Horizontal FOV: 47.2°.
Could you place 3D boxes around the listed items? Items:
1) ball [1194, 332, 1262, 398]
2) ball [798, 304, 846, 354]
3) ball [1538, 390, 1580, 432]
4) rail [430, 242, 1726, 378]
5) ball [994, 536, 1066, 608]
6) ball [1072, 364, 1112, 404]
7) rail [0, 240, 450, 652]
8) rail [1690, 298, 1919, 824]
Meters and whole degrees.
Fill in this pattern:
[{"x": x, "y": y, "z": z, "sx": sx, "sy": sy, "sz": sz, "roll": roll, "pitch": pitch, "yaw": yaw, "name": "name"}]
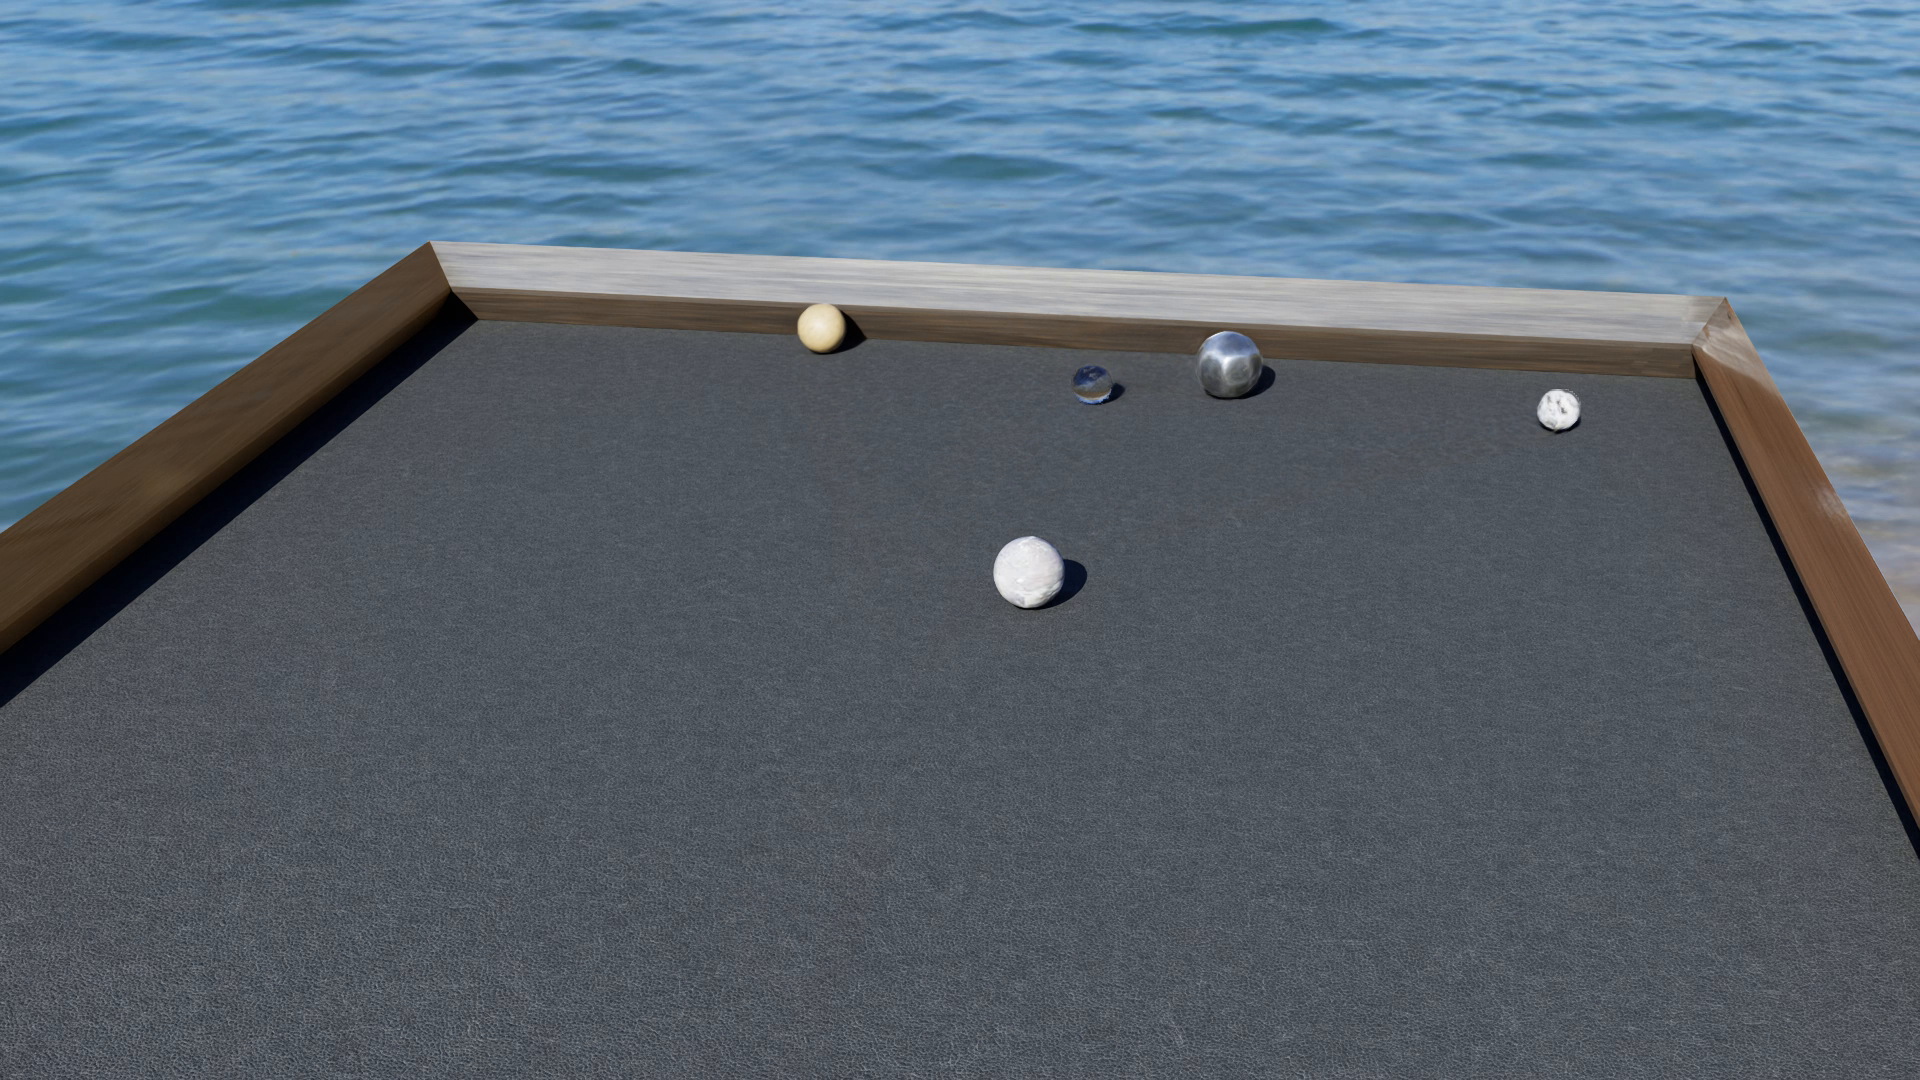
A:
[{"x": 0.354, "y": -0.231, "z": 2.905, "sx": 0.088, "sy": 0.088, "sz": 0.088, "roll": 0, "pitch": 23, "yaw": 0, "name": "ball"}, {"x": -0.194, "y": -0.297, "z": 3.086, "sx": 0.070, "sy": 0.070, "sz": 0.070, "roll": 0, "pitch": 23, "yaw": 0, "name": "ball"}, {"x": 0.760, "y": -0.164, "z": 2.793, "sx": 0.052, "sy": 0.052, "sz": 0.052, "roll": 0, "pitch": 23, "yaw": 0, "name": "ball"}, {"x": 0.122, "y": -0.319, "z": 3.078, "sx": 1.826, "sy": 0.115, "sz": 0.045, "roll": 4, "pitch": 23, "yaw": 8, "name": "rail"}, {"x": 0.072, "y": 0.034, "z": 2.290, "sx": 0.075, "sy": 0.075, "sz": 0.075, "roll": 0, "pitch": 23, "yaw": 0, "name": "ball"}, {"x": 0.174, "y": -0.205, "z": 2.889, "sx": 0.053, "sy": 0.053, "sz": 0.053, "roll": 0, "pitch": 23, "yaw": 0, "name": "ball"}, {"x": -1.004, "y": 0.224, "z": 1.784, "sx": 0.045, "sy": 0.115, "sz": 3.176, "roll": 4, "pitch": 23, "yaw": 8, "name": "rail"}, {"x": 0.753, "y": 0.332, "z": 1.524, "sx": 0.045, "sy": 0.115, "sz": 3.176, "roll": 4, "pitch": 23, "yaw": 8, "name": "rail"}]
